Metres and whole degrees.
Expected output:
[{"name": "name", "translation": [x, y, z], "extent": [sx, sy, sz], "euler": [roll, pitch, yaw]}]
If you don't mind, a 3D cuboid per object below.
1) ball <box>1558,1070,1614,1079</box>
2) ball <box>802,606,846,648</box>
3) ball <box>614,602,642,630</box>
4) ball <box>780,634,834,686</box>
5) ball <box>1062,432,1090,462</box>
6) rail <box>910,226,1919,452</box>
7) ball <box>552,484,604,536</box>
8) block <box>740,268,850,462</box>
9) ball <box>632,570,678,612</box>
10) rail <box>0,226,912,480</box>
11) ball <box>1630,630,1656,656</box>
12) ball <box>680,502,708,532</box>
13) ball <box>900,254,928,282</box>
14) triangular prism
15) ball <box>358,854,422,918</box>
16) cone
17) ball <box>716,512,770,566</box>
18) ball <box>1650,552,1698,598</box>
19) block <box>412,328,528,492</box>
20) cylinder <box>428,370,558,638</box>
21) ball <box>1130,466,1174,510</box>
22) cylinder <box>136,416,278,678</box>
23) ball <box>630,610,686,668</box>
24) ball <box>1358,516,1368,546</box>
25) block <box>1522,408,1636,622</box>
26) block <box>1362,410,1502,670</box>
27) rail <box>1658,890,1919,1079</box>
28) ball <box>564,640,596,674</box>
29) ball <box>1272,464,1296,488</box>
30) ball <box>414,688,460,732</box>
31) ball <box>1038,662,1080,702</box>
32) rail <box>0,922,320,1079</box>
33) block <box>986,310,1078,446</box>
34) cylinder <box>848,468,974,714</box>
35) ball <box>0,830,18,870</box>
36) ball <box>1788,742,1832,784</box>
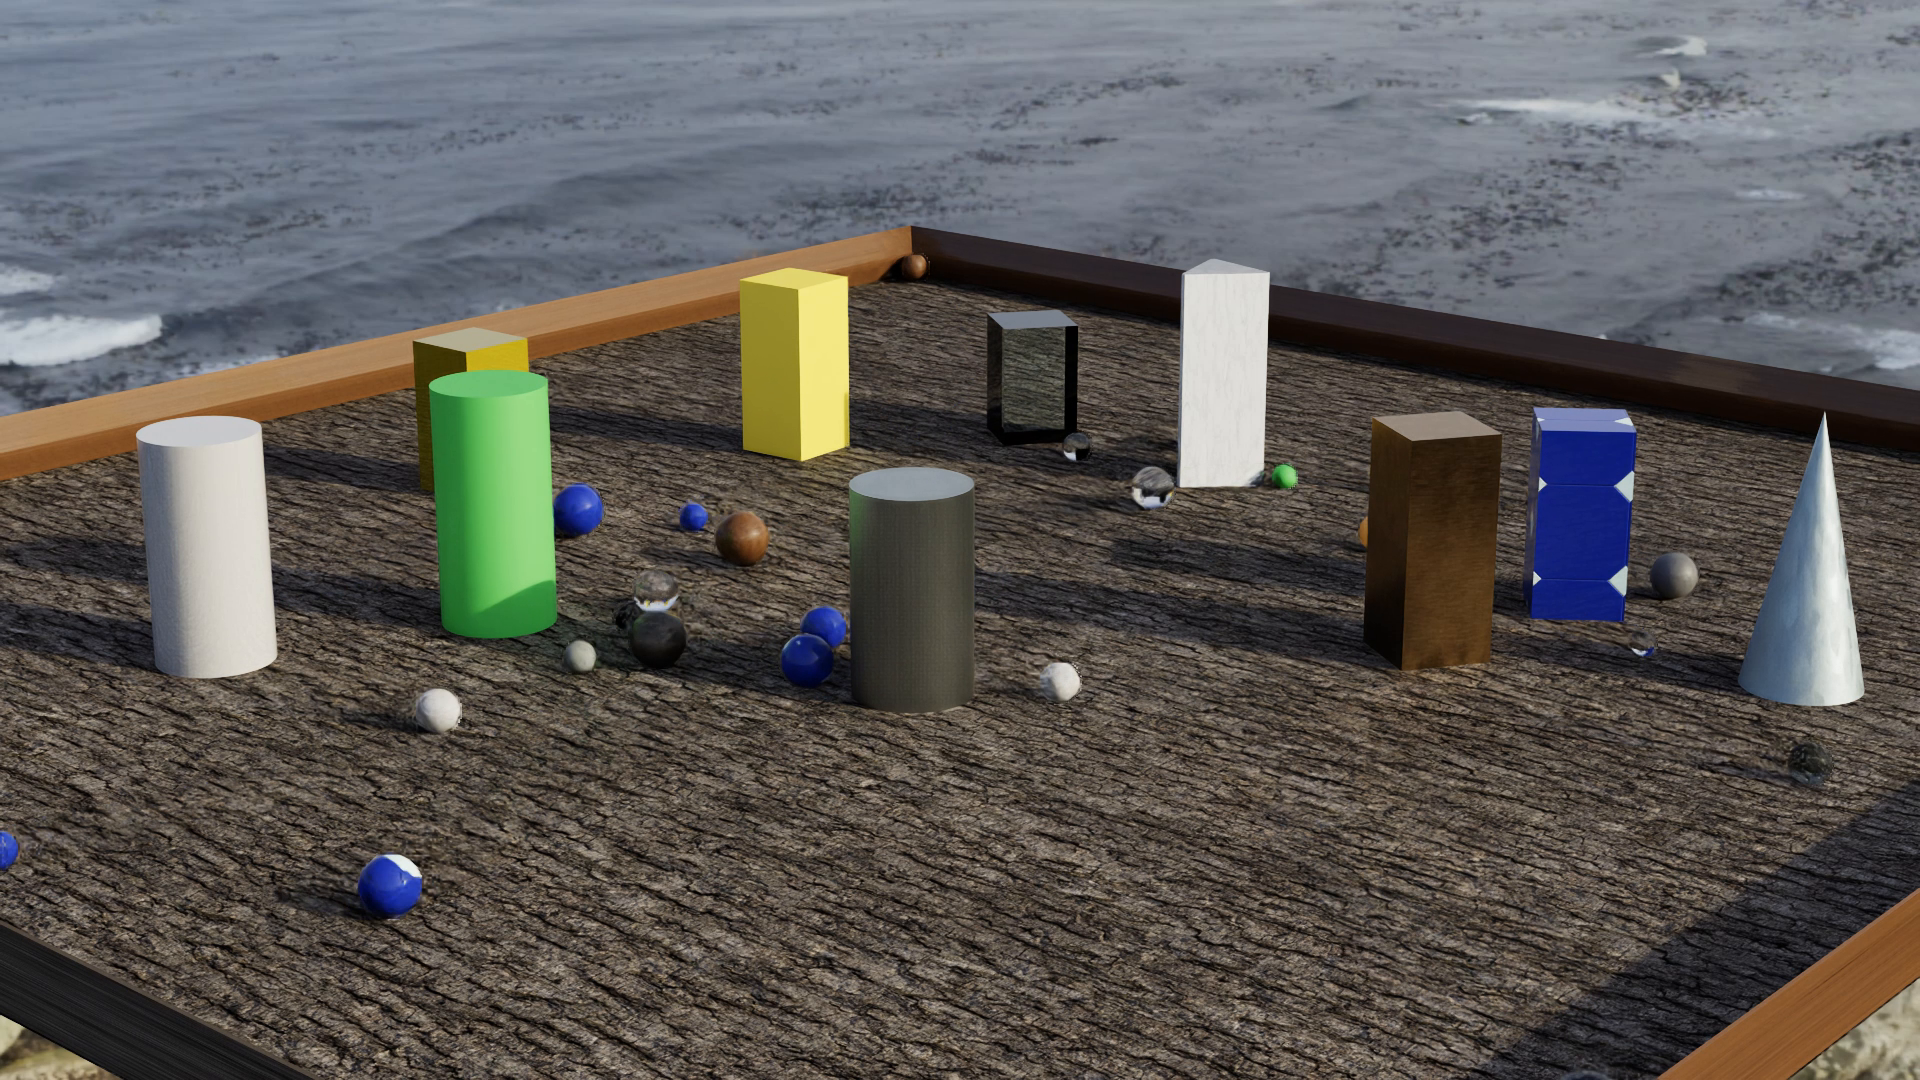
[{"name": "ball", "translation": [0.685, 0.627, 3.204], "extent": [0.096, 0.096, 0.096], "euler": [0, 17, 0]}, {"name": "ball", "translation": [-0.225, 0.145, 4.838], "extent": [0.075, 0.075, 0.075], "euler": [0, 17, 0]}, {"name": "ball", "translation": [-0.559, 0.129, 4.937], "extent": [0.049, 0.049, 0.049], "euler": [0, 17, 0]}, {"name": "ball", "translation": [-0.244, 0.191, 4.667], "extent": [0.085, 0.085, 0.085], "euler": [0, 17, 0]}, {"name": "ball", "translation": [0.238, -0.190, 5.978], "extent": [0.058, 0.058, 0.058], "euler": [0, 17, 0]}, {"name": "rail", "translation": [1.307, -0.403, 6.561], "extent": [3.849, 0.127, 0.045], "euler": [14, 22, 39]}, {"name": "ball", "translation": [-0.713, -0.055, 5.464], "extent": [0.097, 0.097, 0.097], "euler": [0, 17, 0]}, {"name": "block", "translation": [-0.339, -0.363, 6.034], "extent": [0.156, 0.357, 0.156], "euler": [12, 21, 35]}, {"name": "ball", "translation": [-0.522, 0.088, 5.024], "extent": [0.077, 0.077, 0.077], "euler": [0, 17, 0]}, {"name": "rail", "translation": [-1.435, -0.328, 6.313], "extent": [0.045, 0.127, 4.035], "euler": [14, 22, 39]}, {"name": "ball", "translation": [1.121, 0.170, 4.814], "extent": [0.041, 0.041, 0.041], "euler": [0, 17, 0]}, {"name": "ball", "translation": [-0.500, -0.043, 5.499], "extent": [0.053, 0.053, 0.053], "euler": [0, 17, 0]}, {"name": "ball", "translation": [-0.121, -0.715, 7.693], "extent": [0.073, 0.073, 0.073], "euler": [0, 17, 0]}, {"name": "triangular prism", "translation": [0.509, -0.333, 5.812], "extent": [0.169, 0.427, 0.147], "euler": [-2, 17, -5]}, {"name": "ball", "translation": [-0.742, 0.449, 3.816], "extent": [0.083, 0.083, 0.083], "euler": [0, 17, 0]}, {"name": "cone", "translation": [1.342, 0.015, 4.616], "extent": [0.195, 0.451, 0.195], "euler": [0, 17, 0]}, {"name": "ball", "translation": [-0.392, -0.003, 5.290], "extent": [0.098, 0.098, 0.098], "euler": [0, 17, 0]}, {"name": "ball", "translation": [1.243, 0.062, 5.105], "extent": [0.081, 0.081, 0.081], "euler": [0, 17, 0]}, {"name": "block", "translation": [-0.954, -0.248, 5.753], "extent": [0.156, 0.299, 0.156], "euler": [14, 21, 38]}, {"name": "cylinder", "translation": [-0.784, -0.062, 4.937], "extent": [0.195, 0.414, 0.195], "euler": [0, 17, 0]}, {"name": "ball", "translation": [0.370, -0.101, 5.640], "extent": [0.082, 0.082, 0.082], "euler": [0, 17, 0]}, {"name": "cylinder", "translation": [-1.218, 0.010, 4.750], "extent": [0.195, 0.385, 0.195], "euler": [0, 17, 0]}, {"name": "ball", "translation": [-0.490, 0.160, 4.758], "extent": [0.093, 0.093, 0.093], "euler": [0, 17, 0]}, {"name": "ball", "translation": [0.765, -0.014, 5.379], "extent": [0.068, 0.068, 0.068], "euler": [0, 17, 0]}, {"name": "block", "translation": [1.059, -0.045, 5.023], "extent": [0.156, 0.332, 0.156], "euler": [1, 17, 5]}, {"name": "block", "translation": [0.768, 0.000, 4.782], "extent": [0.156, 0.385, 0.156], "euler": [-5, 17, -15]}, {"name": "rail", "translation": [1.435, 0.392, 3.927], "extent": [0.045, 0.127, 4.035], "euler": [14, 22, 39]}, {"name": "ball", "translation": [-0.614, 0.189, 4.731], "extent": [0.053, 0.053, 0.053], "euler": [0, 17, 0]}, {"name": "ball", "translation": [0.639, -0.125, 5.781], "extent": [0.047, 0.047, 0.047], "euler": [0, 17, 0]}, {"name": "ball", "translation": [-0.797, 0.260, 4.470], "extent": [0.068, 0.068, 0.068], "euler": [0, 17, 0]}, {"name": "ball", "translation": [0.156, 0.223, 4.598], "extent": [0.064, 0.064, 0.064], "euler": [0, 17, 0]}, {"name": "rail", "translation": [-1.307, 0.466, 3.679], "extent": [3.849, 0.127, 0.045], "euler": [14, 22, 39]}, {"name": "block", "translation": [0.151, -0.342, 6.153], "extent": [0.156, 0.248, 0.156], "euler": [-4, 17, -12]}, {"name": "cylinder", "translation": [-0.075, 0.077, 4.599], "extent": [0.195, 0.343, 0.195], "euler": [0, 17, 0]}, {"name": "ball", "translation": [-1.301, 0.419, 3.967], "extent": [0.053, 0.053, 0.053], "euler": [0, 17, 0]}, {"name": "ball", "translation": [1.236, 0.325, 4.265], "extent": [0.061, 0.061, 0.061], "euler": [0, 17, 0]}]
